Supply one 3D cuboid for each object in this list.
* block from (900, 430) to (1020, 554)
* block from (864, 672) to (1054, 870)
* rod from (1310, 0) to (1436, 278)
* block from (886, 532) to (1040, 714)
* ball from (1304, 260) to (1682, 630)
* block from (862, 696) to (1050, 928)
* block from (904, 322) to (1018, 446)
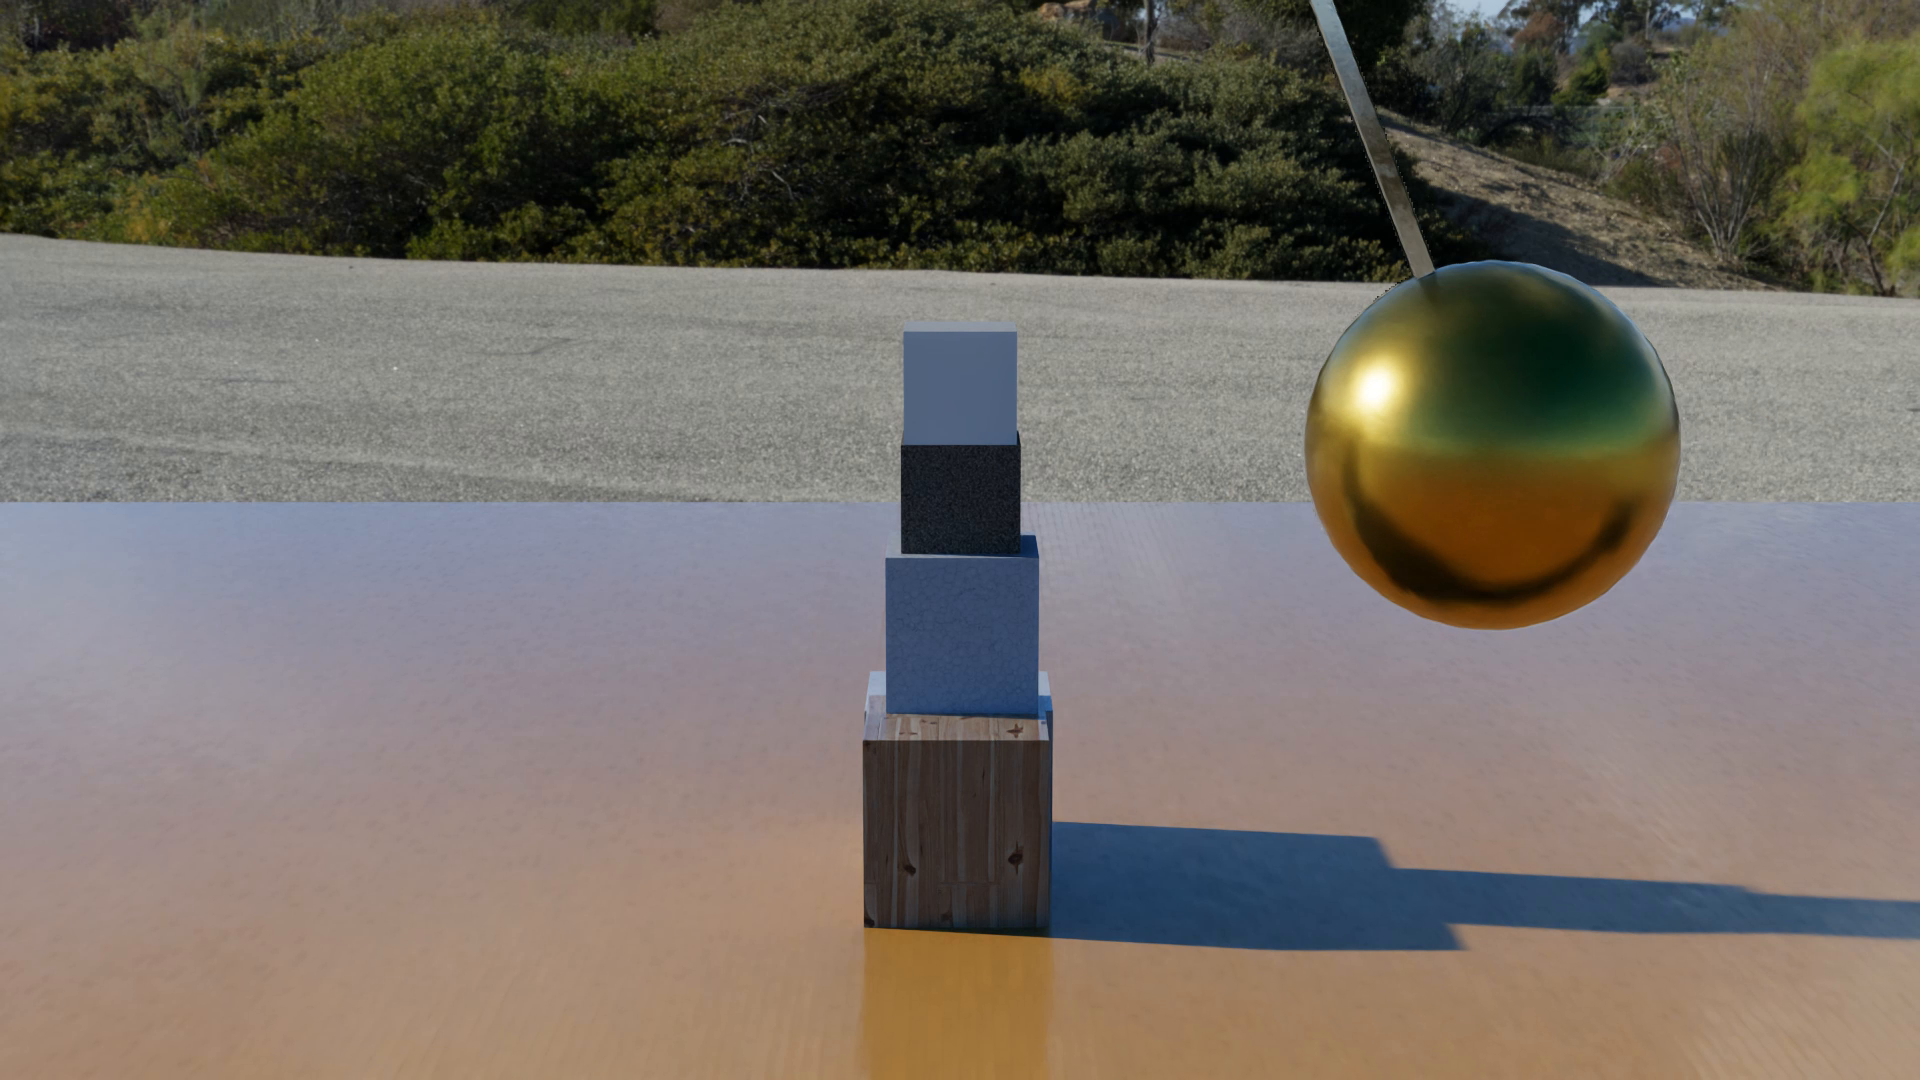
[{"bbox_3d":[0.003,-0.212,11.142,0.510,0.468,0.455,0,10,0],"label":"block"},{"bbox_3d":[-0.006,1.046,11.770,0.832,0.731,0.762,0,10,0],"label":"block"},{"bbox_3d":[0.994,-3.500,10.544,0.080,5.200,0.080,-22,10,4],"label":"rod"},{"bbox_3d":[0.010,0.352,11.244,0.652,0.678,0.643,0,10,0],"label":"block"},{"bbox_3d":[2.295,-0.409,11.106,1.600,1.600,1.600,0,10,0],"label":"ball"},{"bbox_3d":[-0.017,1.149,10.997,0.767,0.804,0.775,0,10,0],"label":"block"},{"bbox_3d":[0.001,-0.680,11.057,0.479,0.482,0.447,0,10,0],"label":"block"}]
